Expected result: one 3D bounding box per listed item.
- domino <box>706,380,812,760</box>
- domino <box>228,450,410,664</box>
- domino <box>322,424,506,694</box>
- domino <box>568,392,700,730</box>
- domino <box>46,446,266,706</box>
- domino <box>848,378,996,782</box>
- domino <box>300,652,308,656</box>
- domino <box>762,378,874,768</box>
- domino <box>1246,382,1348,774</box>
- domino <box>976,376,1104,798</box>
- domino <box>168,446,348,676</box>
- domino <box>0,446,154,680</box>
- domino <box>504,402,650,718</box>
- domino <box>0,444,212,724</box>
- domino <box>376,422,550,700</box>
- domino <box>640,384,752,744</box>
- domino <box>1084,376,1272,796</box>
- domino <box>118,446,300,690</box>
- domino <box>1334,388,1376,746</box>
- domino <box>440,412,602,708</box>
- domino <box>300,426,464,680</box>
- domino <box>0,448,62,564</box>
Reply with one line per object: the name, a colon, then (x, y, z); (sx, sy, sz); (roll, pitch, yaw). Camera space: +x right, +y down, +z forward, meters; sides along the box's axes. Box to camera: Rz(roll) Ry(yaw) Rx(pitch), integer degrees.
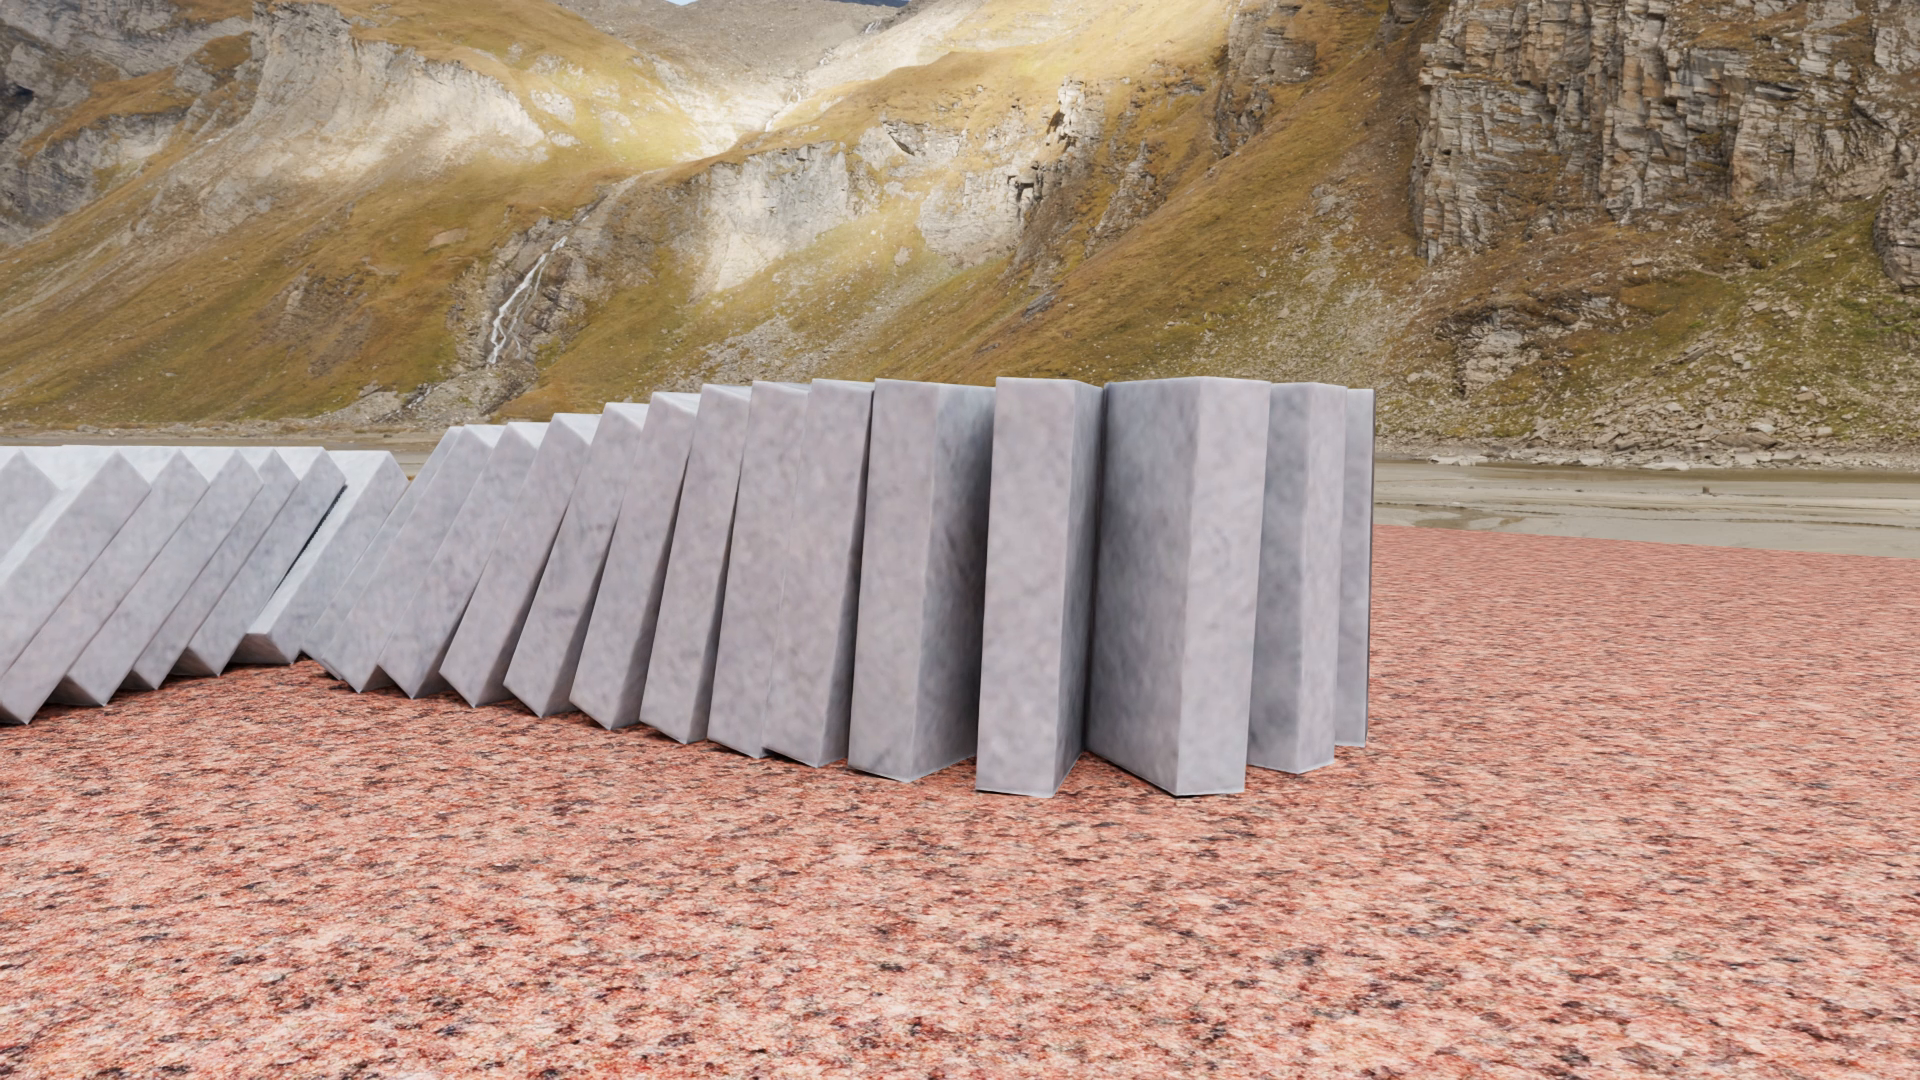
domino: (-0.021, 0.003, 0.182); (0.010, 0.050, 0.025); (15, 11, 30)
domino: (-0.137, 0.002, 0.263); (0.025, 0.009, 0.050); (1, 47, 14)
domino: (-0.088, 0.003, 0.226); (0.009, 0.050, 0.025); (39, 13, 9)
domino: (-0.041, 0.003, 0.196); (0.010, 0.050, 0.025); (28, 18, 27)
domino: (-0.147, 0.005, 0.223); (0.025, 0.009, 0.050); (2, 49, 14)
domino: (-0.002, 0.004, 0.171); (0.009, 0.050, 0.025); (9, 8, 30)
domino: (-0.122, 0.017, 0.281); (0.025, 0.009, 0.050); (1, 5, 18)
domino: (-0.012, 0.004, 0.177); (0.010, 0.050, 0.025); (15, 11, 30)
domino: (0.038, 0.004, 0.175); (0.025, 0.050, 0.010); (4, 4, 44)
domino: (0.011, 0.005, 0.165); (0.010, 0.050, 0.025); (4, 5, 14)
domino: (-0.144, 0.003, 0.250); (0.025, 0.009, 0.050); (1, 49, 14)
domino: (-0.151, 0.007, 0.196); (0.025, 0.010, 0.050); (2, 49, 14)
domino: (-0.052, 0.003, 0.204); (0.009, 0.050, 0.025); (33, 19, 23)
domino: (-0.150, 0.006, 0.210); (0.025, 0.010, 0.050); (2, 49, 15)
domino: (-0.076, 0.003, 0.219); (0.009, 0.050, 0.025); (39, 17, 15)
domino: (-0.030, 0.003, 0.189); (0.009, 0.050, 0.025); (20, 14, 29)
domino: (0.027, 0.005, 0.165); (0.010, 0.050, 0.025); (1, 4, -21)
domino: (-0.148, 0.004, 0.237); (0.025, 0.010, 0.050); (1, 49, 14)
domino: (0.047, 0.003, 0.187); (0.025, 0.050, 0.009); (2, 4, 20)
domino: (-0.064, 0.003, 0.212); (0.009, 0.050, 0.025); (38, 20, 21)
domino: (-0.099, 0.002, 0.240); (0.010, 0.050, 0.025); (38, 8, 3)
domino: (-0.157, 0.008, 0.184); (0.025, 0.010, 0.050); (1, 49, 13)
